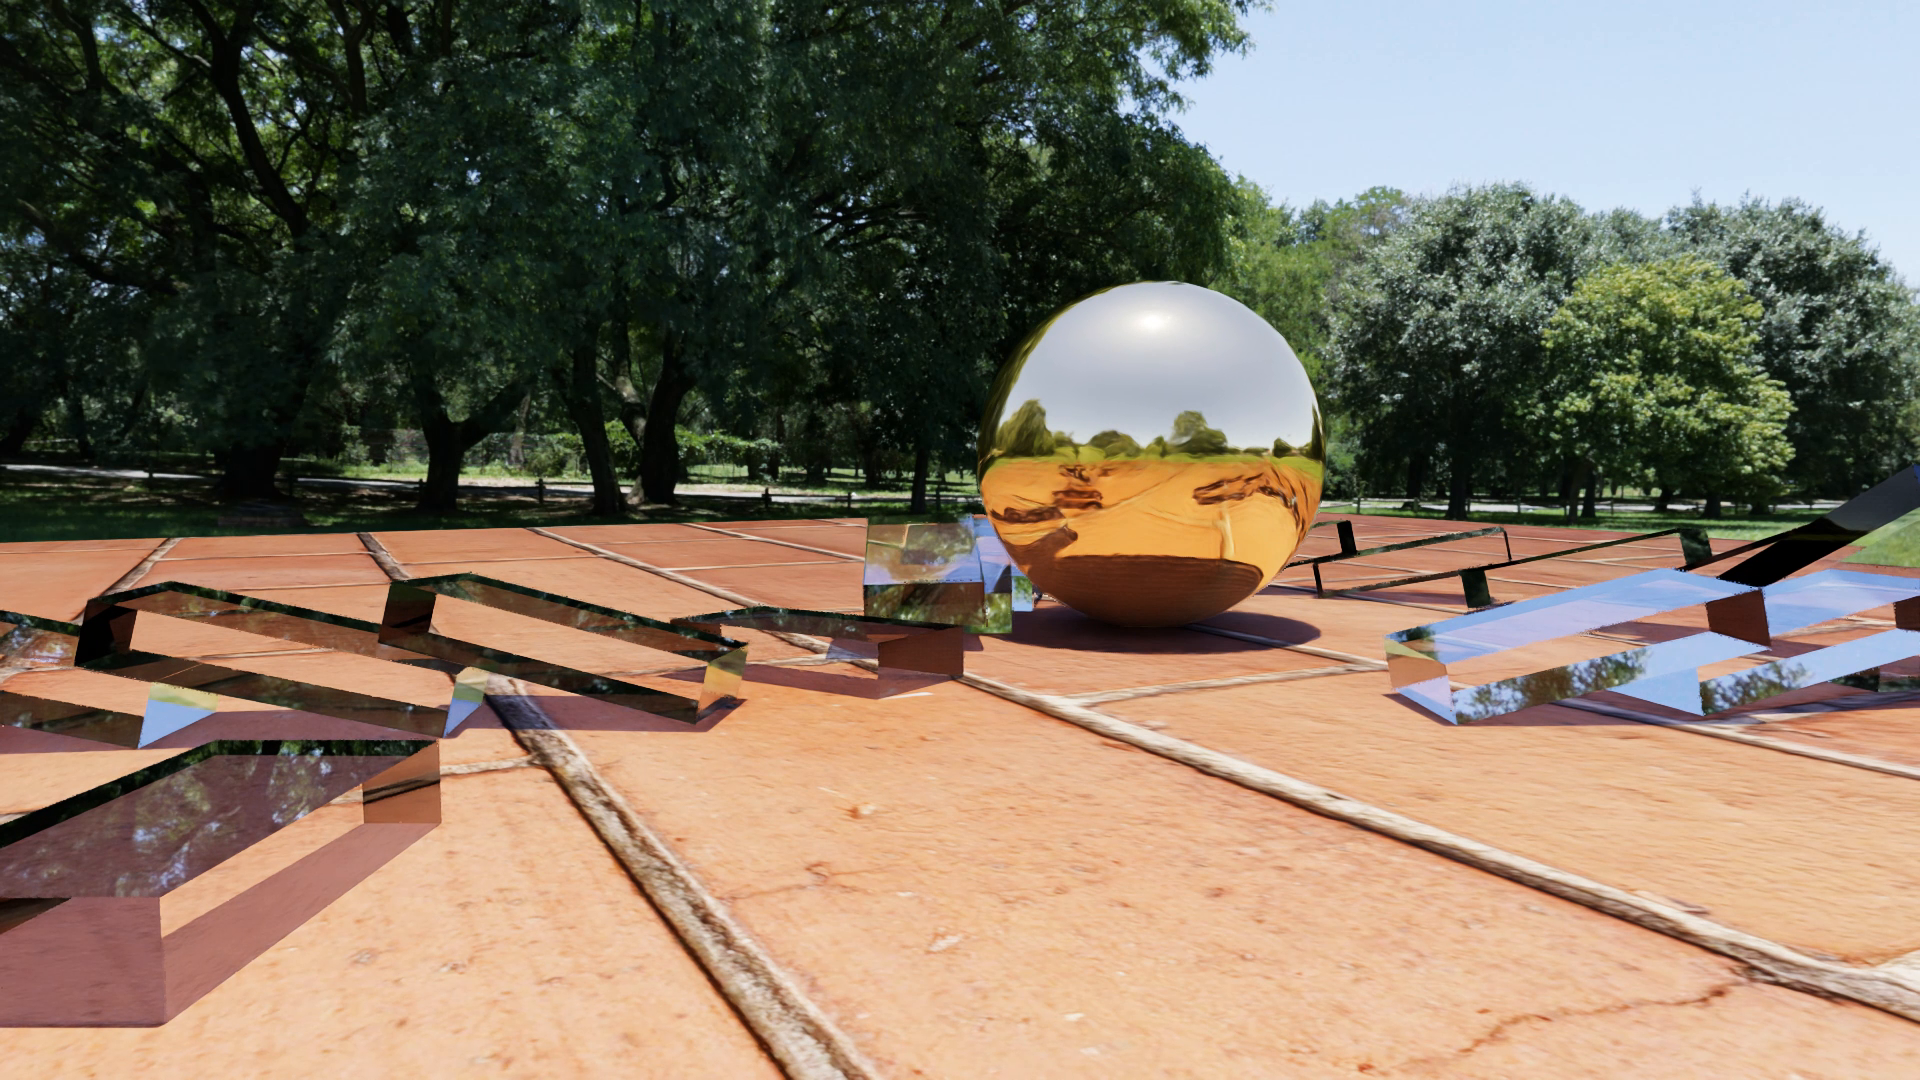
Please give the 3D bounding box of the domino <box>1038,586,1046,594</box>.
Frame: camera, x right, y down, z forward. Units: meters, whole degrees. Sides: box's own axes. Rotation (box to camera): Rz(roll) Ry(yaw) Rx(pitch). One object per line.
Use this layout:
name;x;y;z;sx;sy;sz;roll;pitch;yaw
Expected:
domino;0.041;0.009;0.384;0.025;0.009;0.050;3;5;37

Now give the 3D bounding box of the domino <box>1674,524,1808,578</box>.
domino;0.170;0.007;0.277;0.025;0.009;0.050;-3;-18;-37

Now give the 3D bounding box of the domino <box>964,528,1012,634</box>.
domino;0.000;0.009;0.310;0.025;0.009;0.050;0;18;1

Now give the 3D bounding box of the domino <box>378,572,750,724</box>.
domino;-0.061;0.016;0.204;0.050;0.009;0.025;14;3;4

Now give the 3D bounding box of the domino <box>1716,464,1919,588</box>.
domino;0.169;0.004;0.239;0.025;0.010;0.050;7;-26;-8

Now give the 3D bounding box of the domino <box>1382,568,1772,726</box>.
domino;0.098;0.016;0.207;0.050;0.009;0.025;-13;7;-2

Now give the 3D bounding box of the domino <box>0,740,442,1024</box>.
domino;-0.071;0.029;0.119;0.025;0.010;0.050;0;4;0

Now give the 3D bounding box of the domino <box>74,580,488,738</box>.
domino;-0.100;0.018;0.194;0.050;0.010;0.025;13;2;-9

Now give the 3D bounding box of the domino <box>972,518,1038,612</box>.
domino;0.009;0.006;0.351;0.025;0.009;0.050;1;18;8

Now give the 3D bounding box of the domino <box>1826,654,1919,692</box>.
domino;0.179;0.020;0.237;0.050;0.009;0.025;-1;4;-12

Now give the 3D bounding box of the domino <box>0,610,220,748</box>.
domino;-0.140;0.018;0.188;0.050;0.009;0.025;13;2;-9

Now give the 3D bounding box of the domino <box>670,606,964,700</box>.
domino;-0.027;0.020;0.238;0.050;0.009;0.025;3;5;35

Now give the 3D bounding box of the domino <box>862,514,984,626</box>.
domino;-0.008;0.006;0.288;0.025;0.009;0.050;-1;18;-2

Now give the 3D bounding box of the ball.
ball;0.044;-0.020;0.299;0.080;0.080;0.080;0;4;0

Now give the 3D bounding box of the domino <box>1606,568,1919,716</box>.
domino;0.137;0.016;0.217;0.050;0.009;0.025;-13;7;-10

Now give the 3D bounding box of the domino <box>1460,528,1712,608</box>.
domino;0.152;0.007;0.313;0.050;0.009;0.025;-16;-11;42

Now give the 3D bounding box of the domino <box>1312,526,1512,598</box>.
domino;0.125;0.006;0.356;0.050;0.009;0.025;-11;0;20

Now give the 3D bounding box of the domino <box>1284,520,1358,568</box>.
domino;0.087;0.004;0.373;0.050;0.009;0.025;-12;0;2
